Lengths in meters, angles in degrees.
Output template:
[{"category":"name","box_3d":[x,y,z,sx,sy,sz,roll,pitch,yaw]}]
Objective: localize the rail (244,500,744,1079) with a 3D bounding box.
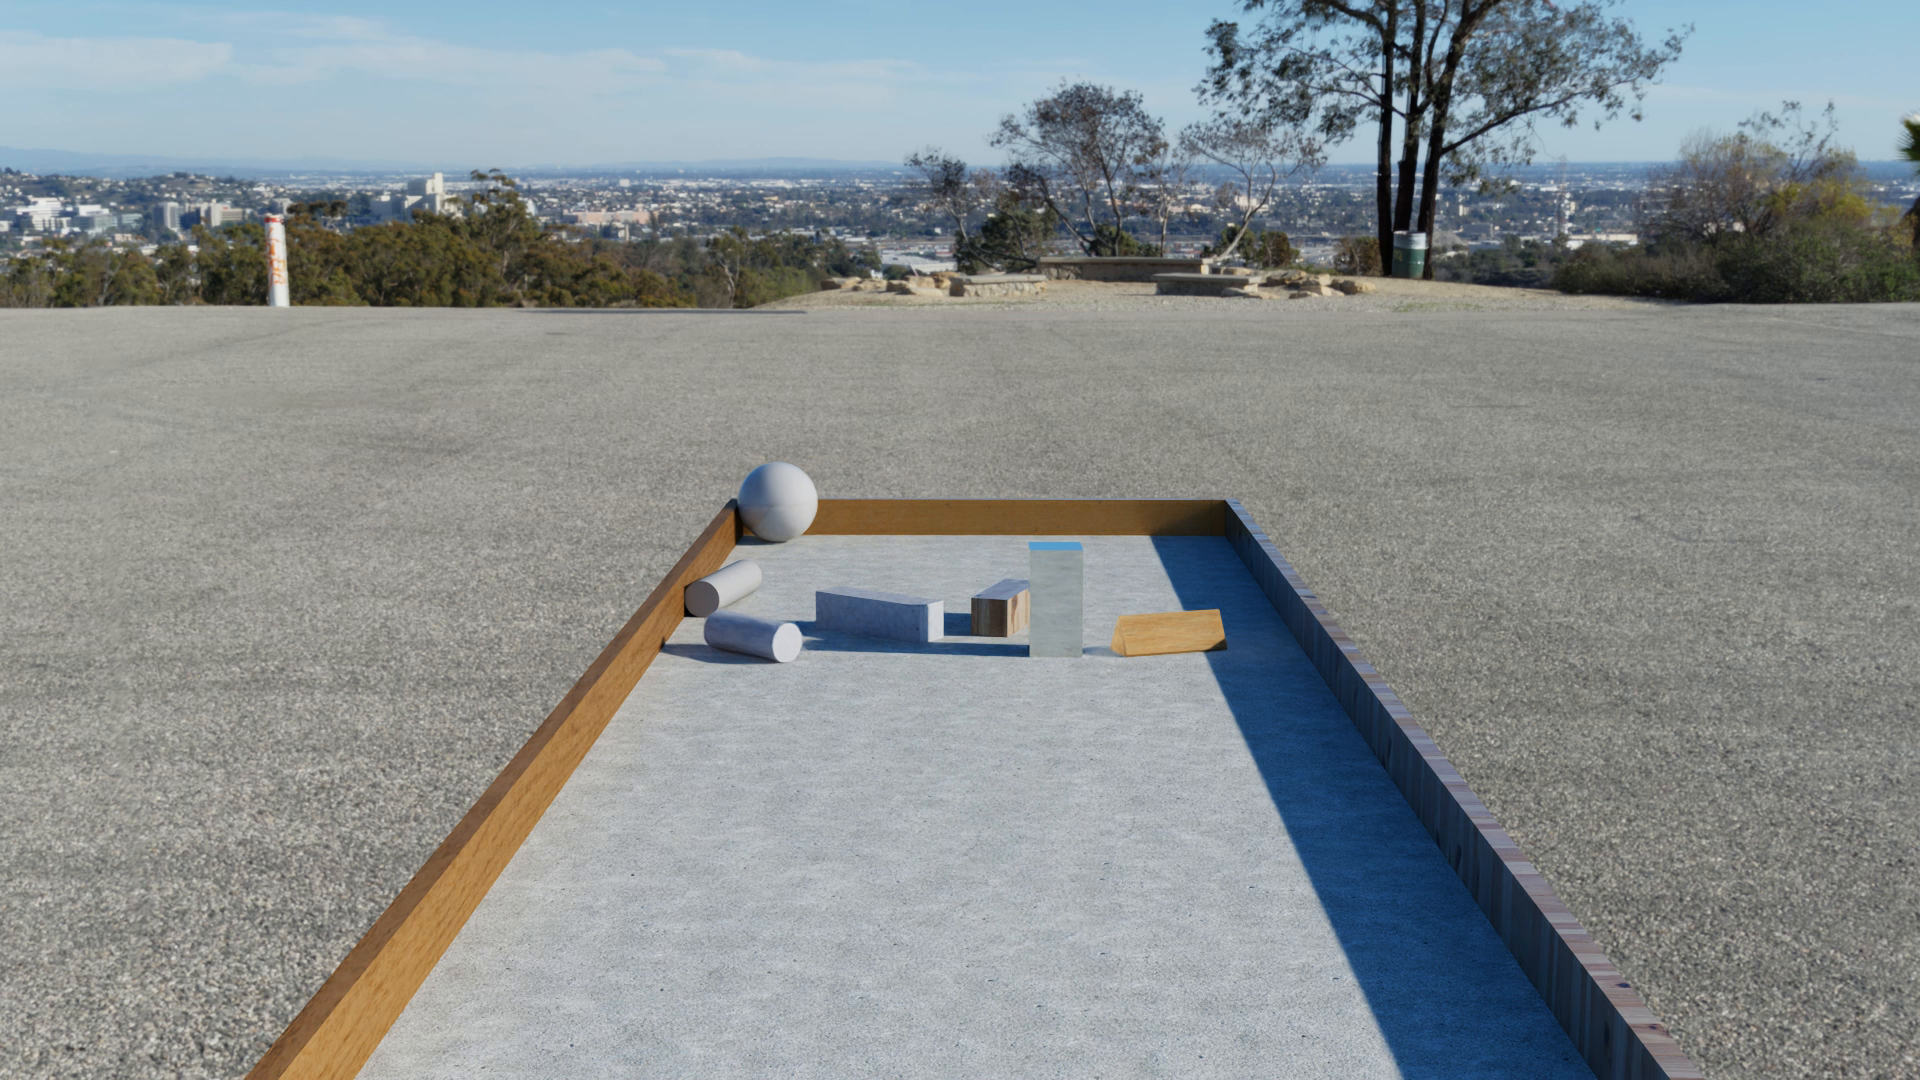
[{"category":"rail","box_3d":[-1.004,0.839,3.234,0.050,0.150,12.000,0,9,1]}]

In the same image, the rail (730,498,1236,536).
[{"category":"rail","box_3d":[0.099,-0.098,9.147,2.100,0.150,0.050,0,9,1]}]

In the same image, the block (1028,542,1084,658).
[{"category":"block","box_3d":[0.294,0.183,6.795,0.162,0.332,0.162,0,9,0]}]

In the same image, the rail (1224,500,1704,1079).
[{"category":"rail","box_3d":[1.046,0.843,3.208,0.050,0.150,12.000,0,9,1]}]

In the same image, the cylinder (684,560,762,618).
[{"category":"cylinder","box_3d":[-0.813,0.164,7.575,0.125,0.125,0.445,2,9,13]}]

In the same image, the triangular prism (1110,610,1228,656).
[{"category":"triangular prism","box_3d":[0.651,0.282,6.844,0.338,0.115,0.133,-3,9,-18]}]

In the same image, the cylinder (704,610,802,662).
[{"category":"cylinder","box_3d":[-0.638,0.295,6.759,0.315,0.121,0.121,8,12,42]}]

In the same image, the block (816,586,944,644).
[{"category":"block","box_3d":[-0.262,0.240,7.105,0.433,0.122,0.122,7,11,37]}]

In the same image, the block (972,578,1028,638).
[{"category":"block","box_3d":[0.152,0.221,7.223,0.122,0.122,0.370,3,9,18]}]

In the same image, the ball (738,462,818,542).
[{"category":"ball","box_3d":[-0.741,-0.155,8.941,0.327,0.327,0.327,0,9,0]}]
